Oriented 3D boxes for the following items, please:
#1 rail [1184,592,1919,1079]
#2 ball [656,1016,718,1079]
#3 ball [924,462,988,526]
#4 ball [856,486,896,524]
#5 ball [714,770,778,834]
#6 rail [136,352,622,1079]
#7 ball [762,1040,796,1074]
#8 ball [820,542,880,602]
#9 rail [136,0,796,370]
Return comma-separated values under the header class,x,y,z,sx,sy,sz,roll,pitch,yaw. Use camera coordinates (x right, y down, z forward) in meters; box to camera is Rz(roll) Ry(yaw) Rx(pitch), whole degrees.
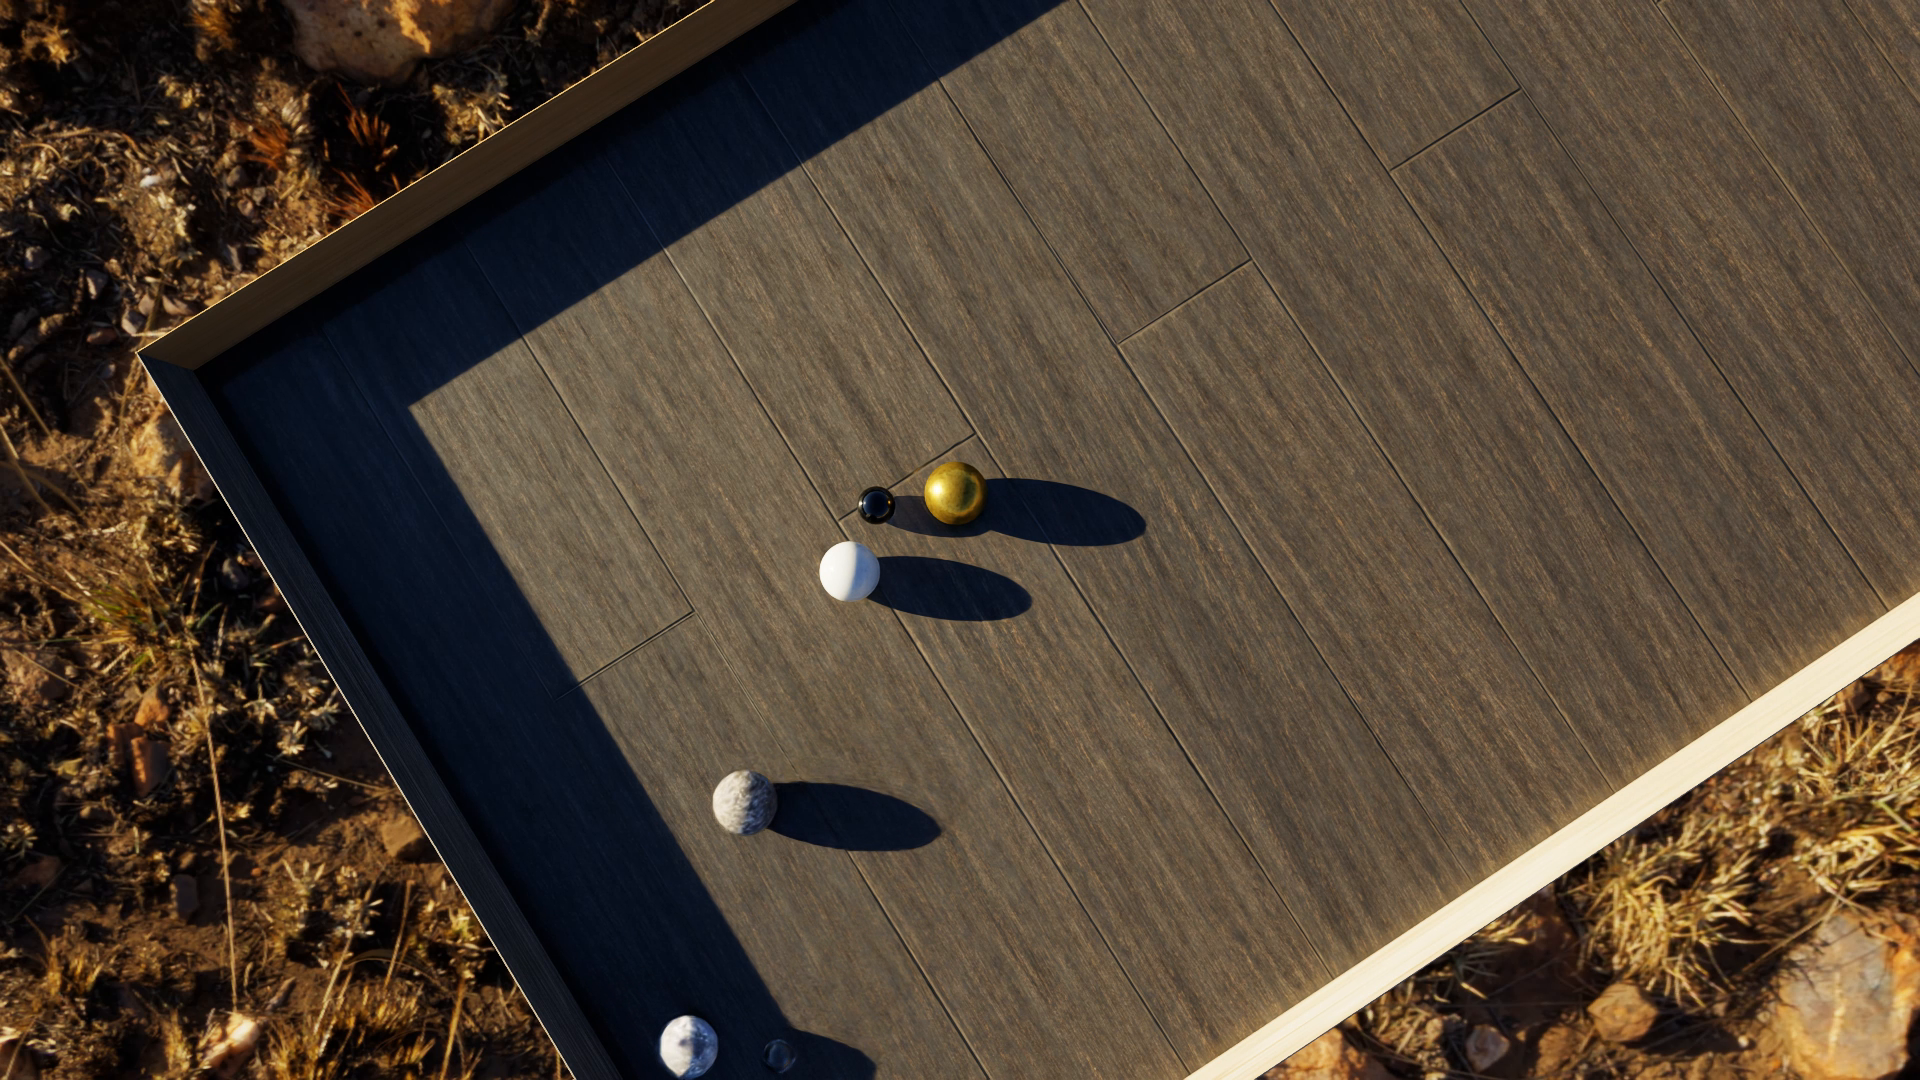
class,x,y,z,sx,sy,sz,roll,pitch,yaw
rail,1.192,0.239,3.203,3.483,0.123,0.045,-32,84,-4
ball,-0.392,0.728,3.155,0.090,0.090,0.090,0,82,0
ball,-0.006,-0.069,3.259,0.094,0.094,0.094,0,82,0
ball,-0.125,-0.052,3.275,0.058,0.058,0.058,0,82,0
ball,-0.312,0.382,3.200,0.094,0.094,0.094,0,82,0
rail,-0.713,0.450,3.175,0.045,0.123,1.747,-32,84,-4
ball,-0.262,0.745,3.175,0.047,0.047,0.047,0,82,0
ball,-0.162,0.047,3.246,0.090,0.090,0.090,0,82,0
rail,0.274,-1.179,3.392,3.483,0.123,0.045,-32,84,-4
